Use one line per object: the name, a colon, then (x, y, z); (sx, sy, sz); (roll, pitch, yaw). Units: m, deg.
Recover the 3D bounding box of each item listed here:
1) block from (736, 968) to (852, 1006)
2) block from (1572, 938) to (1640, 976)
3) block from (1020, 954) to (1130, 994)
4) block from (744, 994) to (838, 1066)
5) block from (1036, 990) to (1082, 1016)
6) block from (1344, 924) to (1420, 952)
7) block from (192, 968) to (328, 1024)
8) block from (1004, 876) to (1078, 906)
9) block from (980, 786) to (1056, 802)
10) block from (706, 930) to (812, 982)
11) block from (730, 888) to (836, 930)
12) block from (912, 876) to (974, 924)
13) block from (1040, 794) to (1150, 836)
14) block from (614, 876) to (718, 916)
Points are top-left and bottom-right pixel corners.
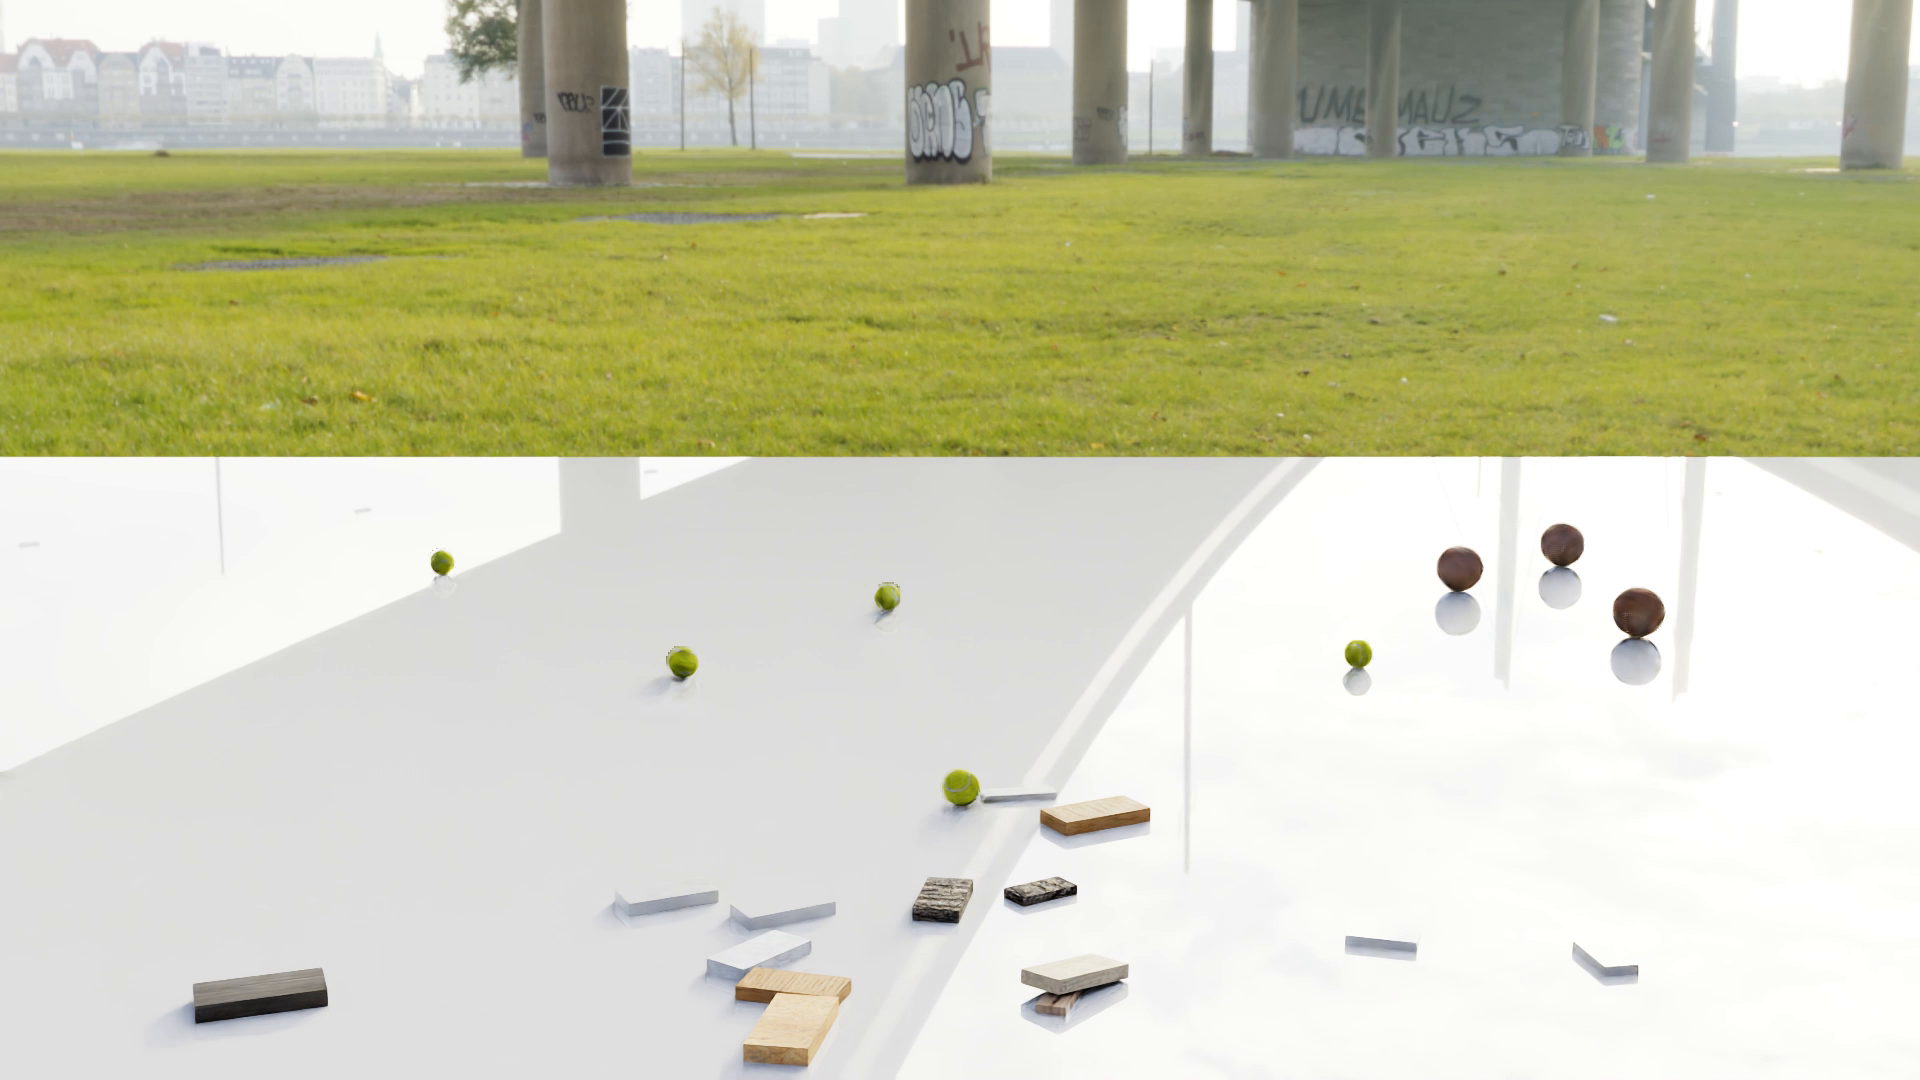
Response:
block: (-0.244, 0.660, 3.233); (0.153, 0.022, 0.076); (3, 11, 16)
block: (0.987, 0.638, 3.365); (0.055, 0.016, 0.111); (-2, 11, -10)
block: (0.171, 0.643, 3.264); (0.153, 0.022, 0.076); (-2, 5, -44)
block: (-0.235, 0.685, 3.084); (0.091, 0.026, 0.183); (2, 11, 10)
block: (0.144, 0.669, 3.208); (0.045, 0.013, 0.091); (3, 11, 17)
block: (0.663, 0.623, 3.447); (0.111, 0.016, 0.055); (3, 11, 17)
block: (-1.020, 0.663, 3.205); (0.183, 0.026, 0.091); (-4, 11, -20)
block: (0.134, 0.584, 3.657); (0.111, 0.016, 0.055); (-7, 13, -33)
block: (0.112, 0.485, 4.198); (0.139, 0.013, 0.045); (-2, 11, -11)
block: (-0.306, 0.636, 3.363); (0.077, 0.022, 0.153); (8, 13, 37)
block: (-0.287, 0.598, 3.565); (0.153, 0.022, 0.077); (-6, 12, -29)
block: (-0.027, 0.590, 3.609); (0.077, 0.022, 0.153); (2, 11, 9)
block: (0.249, 0.507, 4.047); (0.183, 0.026, 0.091); (-6, 12, -29)
block: (-0.483, 0.587, 3.626); (0.153, 0.022, 0.076); (-5, 12, -26)
